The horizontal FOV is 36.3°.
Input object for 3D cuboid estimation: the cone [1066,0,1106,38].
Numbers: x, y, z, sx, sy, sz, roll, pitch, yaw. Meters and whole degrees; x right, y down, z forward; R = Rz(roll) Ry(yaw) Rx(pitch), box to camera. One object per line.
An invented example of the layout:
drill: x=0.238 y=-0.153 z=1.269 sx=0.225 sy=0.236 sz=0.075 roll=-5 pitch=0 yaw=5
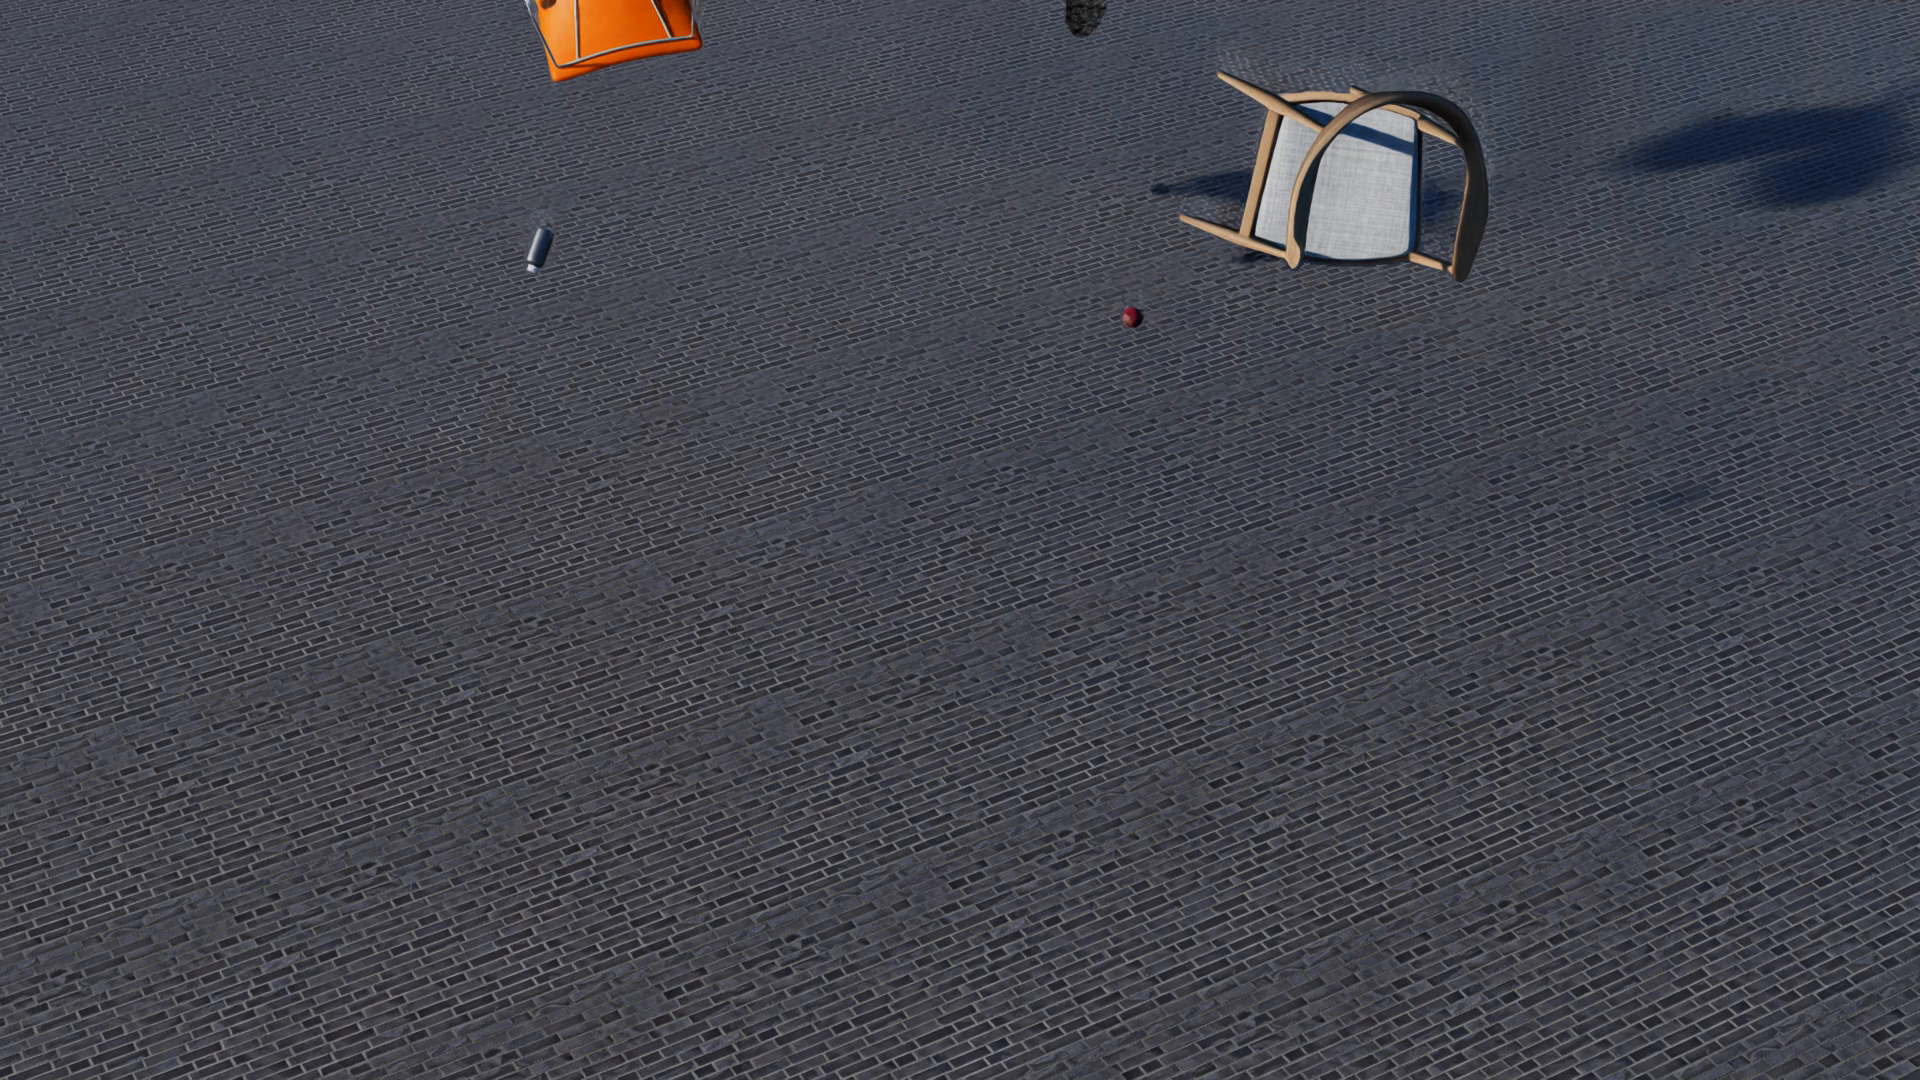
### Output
cone: x=0.369 y=-1.706 z=9.215 sx=0.133 sy=0.215 sz=0.171 roll=4 pitch=22 yaw=-20
